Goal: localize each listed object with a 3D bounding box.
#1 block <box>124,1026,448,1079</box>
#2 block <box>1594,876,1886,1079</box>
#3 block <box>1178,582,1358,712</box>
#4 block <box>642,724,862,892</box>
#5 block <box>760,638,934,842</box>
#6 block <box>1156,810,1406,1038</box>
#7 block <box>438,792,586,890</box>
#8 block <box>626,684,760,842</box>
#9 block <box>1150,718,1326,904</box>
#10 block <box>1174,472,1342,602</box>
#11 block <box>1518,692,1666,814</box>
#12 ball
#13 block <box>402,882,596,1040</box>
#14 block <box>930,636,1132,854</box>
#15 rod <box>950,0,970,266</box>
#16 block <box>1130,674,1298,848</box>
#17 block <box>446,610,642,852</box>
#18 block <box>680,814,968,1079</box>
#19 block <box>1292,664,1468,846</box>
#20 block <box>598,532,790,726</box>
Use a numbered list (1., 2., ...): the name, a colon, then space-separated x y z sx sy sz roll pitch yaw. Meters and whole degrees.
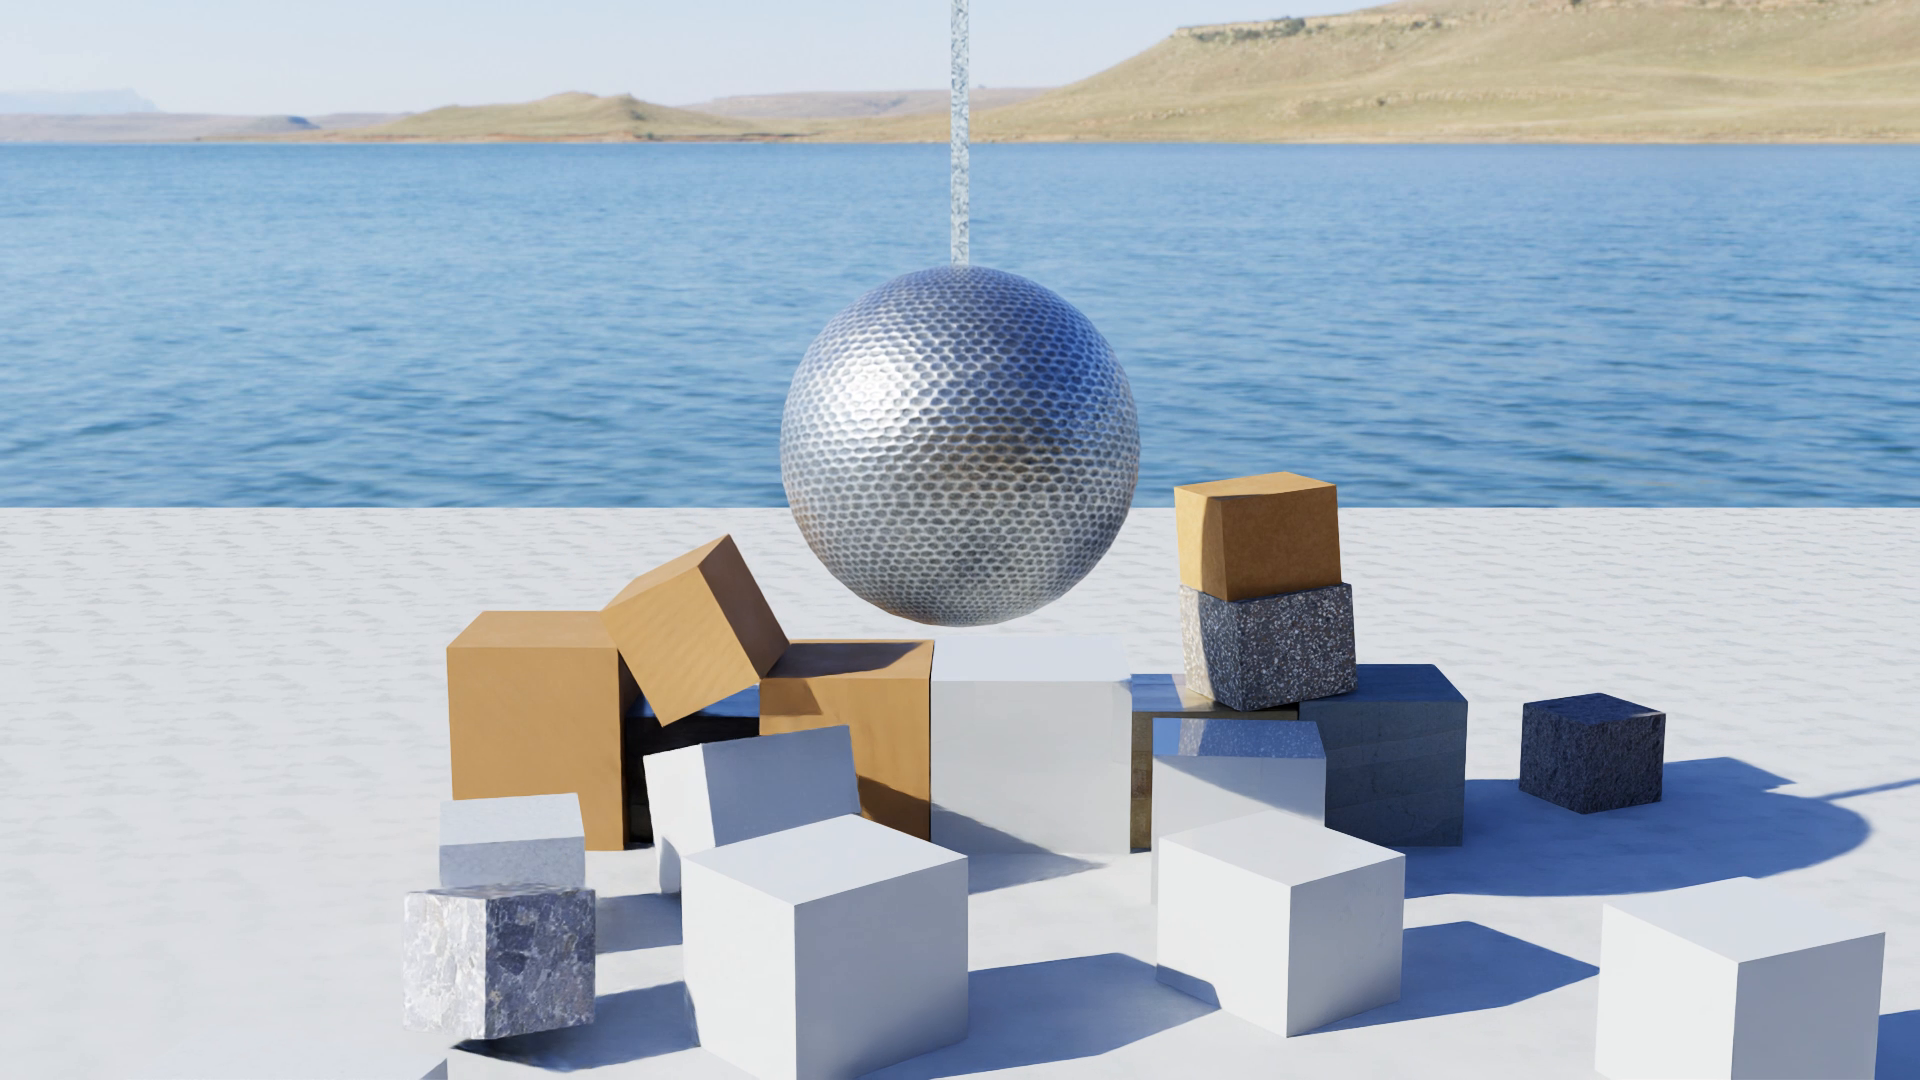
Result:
1. block: -2.077 1.992 6.497 0.840 0.755 0.798 3 11 17
2. block: 2.896 1.726 8.203 0.714 0.669 0.681 -5 11 -25
3. block: 1.561 0.493 11.182 0.653 0.543 0.620 -9 11 -20
4. block: -0.962 1.258 10.275 0.746 0.649 0.703 -5 -7 -31
5. block: -0.563 1.042 11.340 0.837 0.892 0.865 0 10 1
6. block: 1.327 1.574 9.152 0.658 0.628 0.771 -8 13 -36
7. block: -1.991 1.500 9.795 0.614 0.543 0.653 -2 11 -12
8. block: -1.339 1.150 11.410 0.672 0.655 0.669 0 10 0
9. block: 1.308 1.289 10.456 0.788 0.723 0.660 1 10 5
10. block: 1.503 -0.027 11.134 0.625 0.503 0.582 -8 11 -16
11. block: 3.416 1.147 11.891 0.545 0.490 0.505 -5 11 -26
12. ball: 0.000 -0.411 9.735 1.600 1.600 1.600 0 10 0
13. block: -1.804 1.639 8.632 0.477 0.523 0.561 -3 -5 37
14. block: 0.356 1.041 11.367 0.989 0.886 0.986 0 10 1
15. rod: 0.000 -3.807 9.894 0.080 5.200 0.080 0 -3 0
16. block: 1.266 1.129 11.375 0.822 0.708 0.788 0 10 0
17. block: -2.106 0.965 11.336 0.844 1.045 0.863 0 10 0
18. block: -0.528 1.604 8.639 0.846 0.753 0.734 -9 14 -40
19. block: 2.108 1.102 11.398 0.841 0.753 0.799 0 10 0
20. block: -1.324 0.445 11.030 0.579 0.650 0.577 -25 11 16
